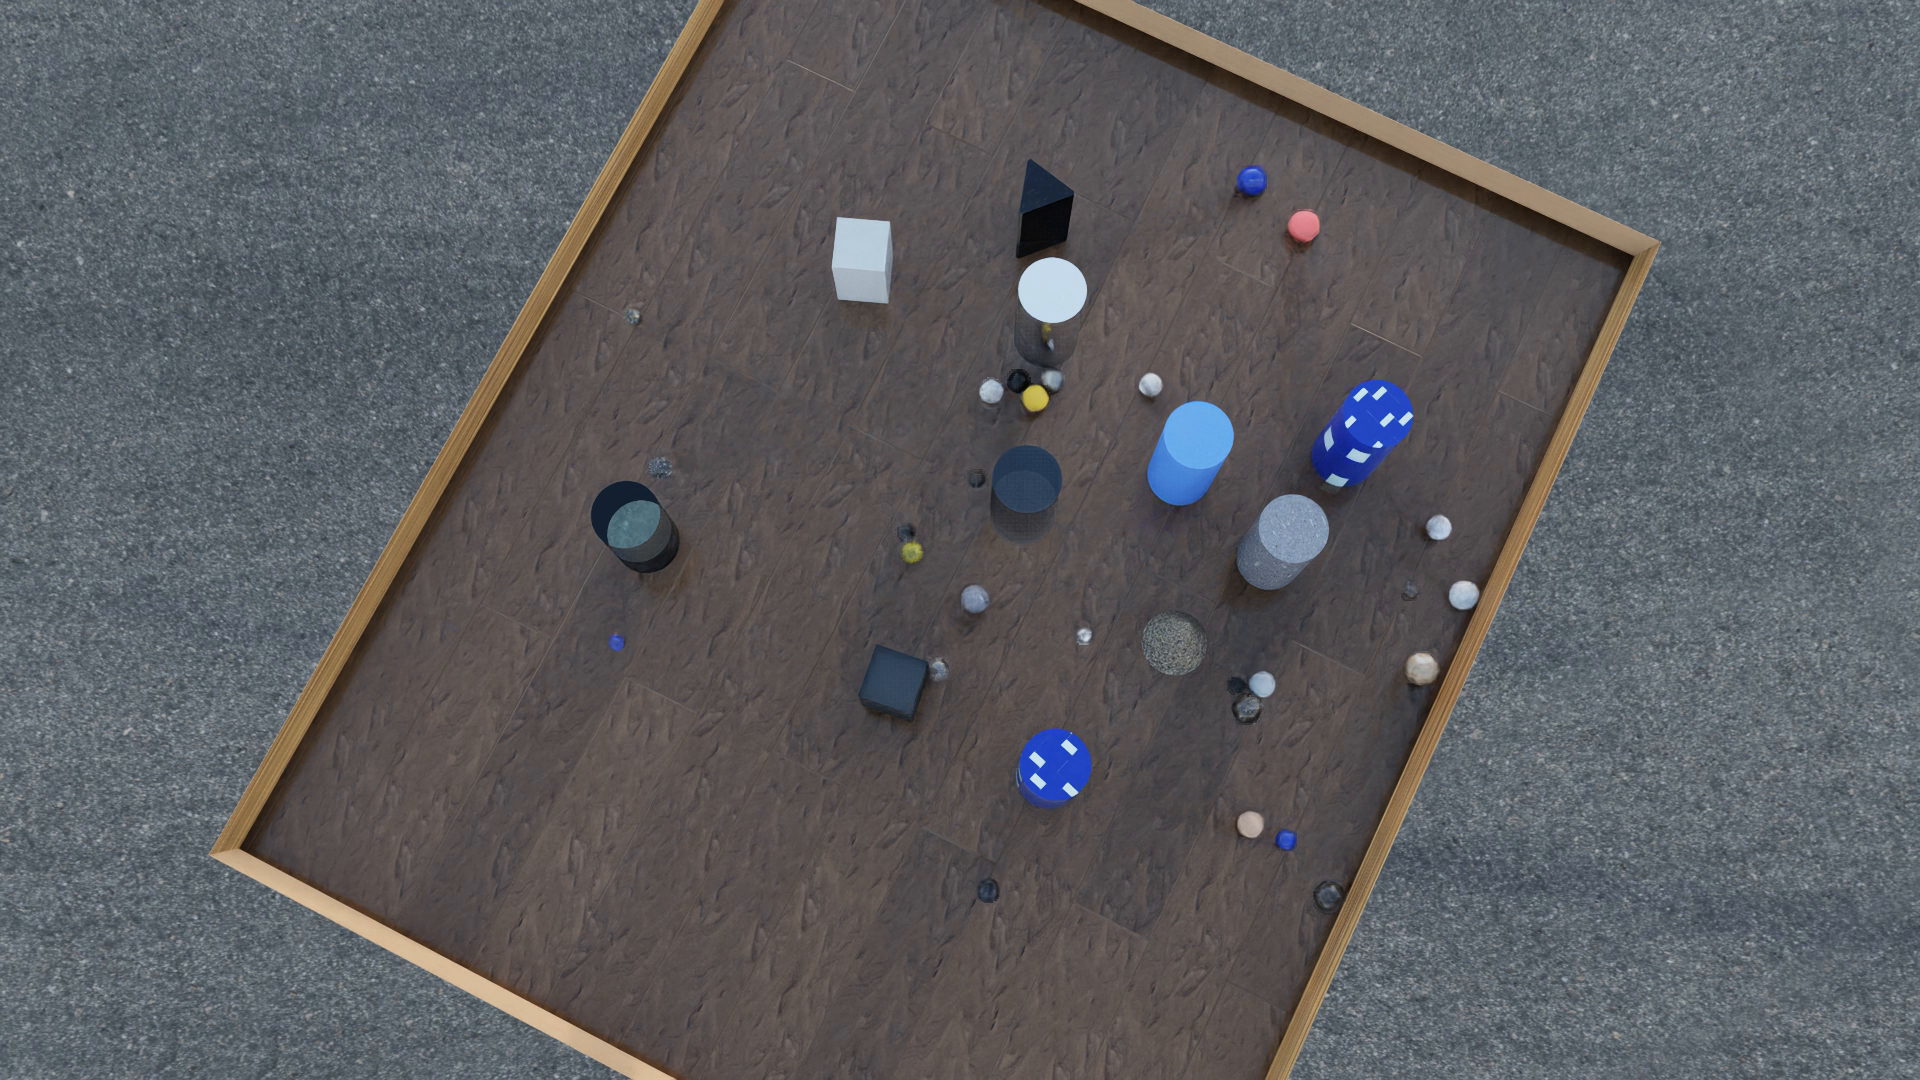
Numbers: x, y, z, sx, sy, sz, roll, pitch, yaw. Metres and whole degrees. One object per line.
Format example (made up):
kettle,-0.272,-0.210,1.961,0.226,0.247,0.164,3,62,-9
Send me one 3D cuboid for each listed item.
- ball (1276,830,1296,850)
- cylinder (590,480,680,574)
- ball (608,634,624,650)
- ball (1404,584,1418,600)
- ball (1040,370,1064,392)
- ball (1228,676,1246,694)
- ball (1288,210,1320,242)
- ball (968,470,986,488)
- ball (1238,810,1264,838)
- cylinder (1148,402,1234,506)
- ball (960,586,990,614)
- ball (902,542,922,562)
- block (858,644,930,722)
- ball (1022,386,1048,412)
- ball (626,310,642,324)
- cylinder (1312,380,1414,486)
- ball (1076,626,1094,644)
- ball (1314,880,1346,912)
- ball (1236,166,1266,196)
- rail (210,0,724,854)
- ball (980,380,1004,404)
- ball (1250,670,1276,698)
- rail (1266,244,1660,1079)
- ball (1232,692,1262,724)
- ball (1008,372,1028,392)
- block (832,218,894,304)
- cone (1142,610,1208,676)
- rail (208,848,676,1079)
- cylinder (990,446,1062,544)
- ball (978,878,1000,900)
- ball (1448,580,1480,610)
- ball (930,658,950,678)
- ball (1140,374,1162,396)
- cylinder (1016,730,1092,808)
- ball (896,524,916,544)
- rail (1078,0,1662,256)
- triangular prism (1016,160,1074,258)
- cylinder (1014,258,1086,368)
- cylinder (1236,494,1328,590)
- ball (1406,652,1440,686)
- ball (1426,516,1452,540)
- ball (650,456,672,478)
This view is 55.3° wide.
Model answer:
ball,0.960,0.883,5.404,0.058,0.058,0.058,0,78,0
cylinder,-0.958,-0.035,5.431,0.199,0.378,0.199,0,78,0
ball,-1.038,0.307,5.530,0.046,0.046,0.046,0,78,0
ball,1.368,0.158,5.560,0.047,0.047,0.047,0,78,0
ball,0.284,-0.493,5.682,0.071,0.071,0.071,0,78,0
ball,0.832,0.435,5.500,0.051,0.051,0.051,0,78,0
ball,1.083,-0.987,5.770,0.099,0.099,0.099,0,78,0
ball,0.052,-0.187,5.629,0.052,0.052,0.052,0,78,0
ball,0.857,0.839,5.403,0.079,0.079,0.079,0,78,0
cylinder,0.678,-0.251,5.431,0.199,0.466,0.199,0,78,0
ball,0.046,0.180,5.535,0.086,0.086,0.086,0,78,0
ball,-0.144,0.037,5.577,0.063,0.063,0.063,0,78,0
block,-0.193,0.425,5.405,0.159,0.241,0.159,18,79,4
ball,0.233,-0.438,5.665,0.082,0.082,0.082,0,78,0
ball,-1.022,-0.700,5.738,0.046,0.046,0.046,0,78,0
cylinder,1.187,-0.309,5.435,0.199,0.481,0.199,0,78,0
ball,0.377,0.286,5.531,0.052,0.052,0.052,0,78,0
ball,1.078,1.043,5.354,0.092,0.092,0.092,0,78,0
ball,0.922,-1.136,5.804,0.093,0.093,0.093,0,78,0
rail,-1.343,-0.651,5.684,0.045,0.129,3.618,26,80,5
ball,0.097,-0.459,5.675,0.072,0.072,0.072,0,78,0
ball,0.906,0.432,5.487,0.079,0.079,0.079,0,78,0
rail,1.343,0.664,5.412,0.045,0.129,3.618,26,80,5
ball,0.857,0.501,5.466,0.092,0.092,0.092,0,78,0
ball,0.180,-0.490,5.684,0.066,0.066,0.066,0,78,0
block,-0.298,-0.858,5.646,0.159,0.291,0.159,5,78,1
cone,0.650,0.273,5.367,0.199,0.378,0.199,0,78,0
rail,-0.798,1.571,5.224,3.050,0.129,0.045,26,80,5
cylinder,0.191,-0.127,5.414,0.199,0.449,0.199,0,78,0
ball,0.084,1.024,5.372,0.065,0.065,0.065,0,78,0
ball,1.523,0.166,5.536,0.090,0.090,0.090,0,78,0
ball,-0.063,0.387,5.506,0.060,0.060,0.060,0,78,0
ball,0.592,-0.480,5.680,0.071,0.071,0.071,0,78,0
cylinder,0.266,0.664,5.282,0.199,0.386,0.199,0,78,0
ball,-0.165,-0.018,5.591,0.058,0.058,0.058,0,78,0
rail,0.798,-1.557,5.872,3.050,0.129,0.045,26,80,5
triangular prism,0.233,-1.030,5.637,0.172,0.377,0.149,-21,79,-4
cylinder,0.269,-0.681,5.533,0.199,0.440,0.199,0,78,0
cylinder,0.944,0.011,5.394,0.199,0.432,0.199,0,78,0
ball,1.384,0.388,5.486,0.099,0.099,0.099,0,78,0
ball,1.459,-0.037,5.586,0.074,0.074,0.074,0,78,0
ball,-0.917,-0.224,5.630,0.065,0.065,0.065,0,78,0
